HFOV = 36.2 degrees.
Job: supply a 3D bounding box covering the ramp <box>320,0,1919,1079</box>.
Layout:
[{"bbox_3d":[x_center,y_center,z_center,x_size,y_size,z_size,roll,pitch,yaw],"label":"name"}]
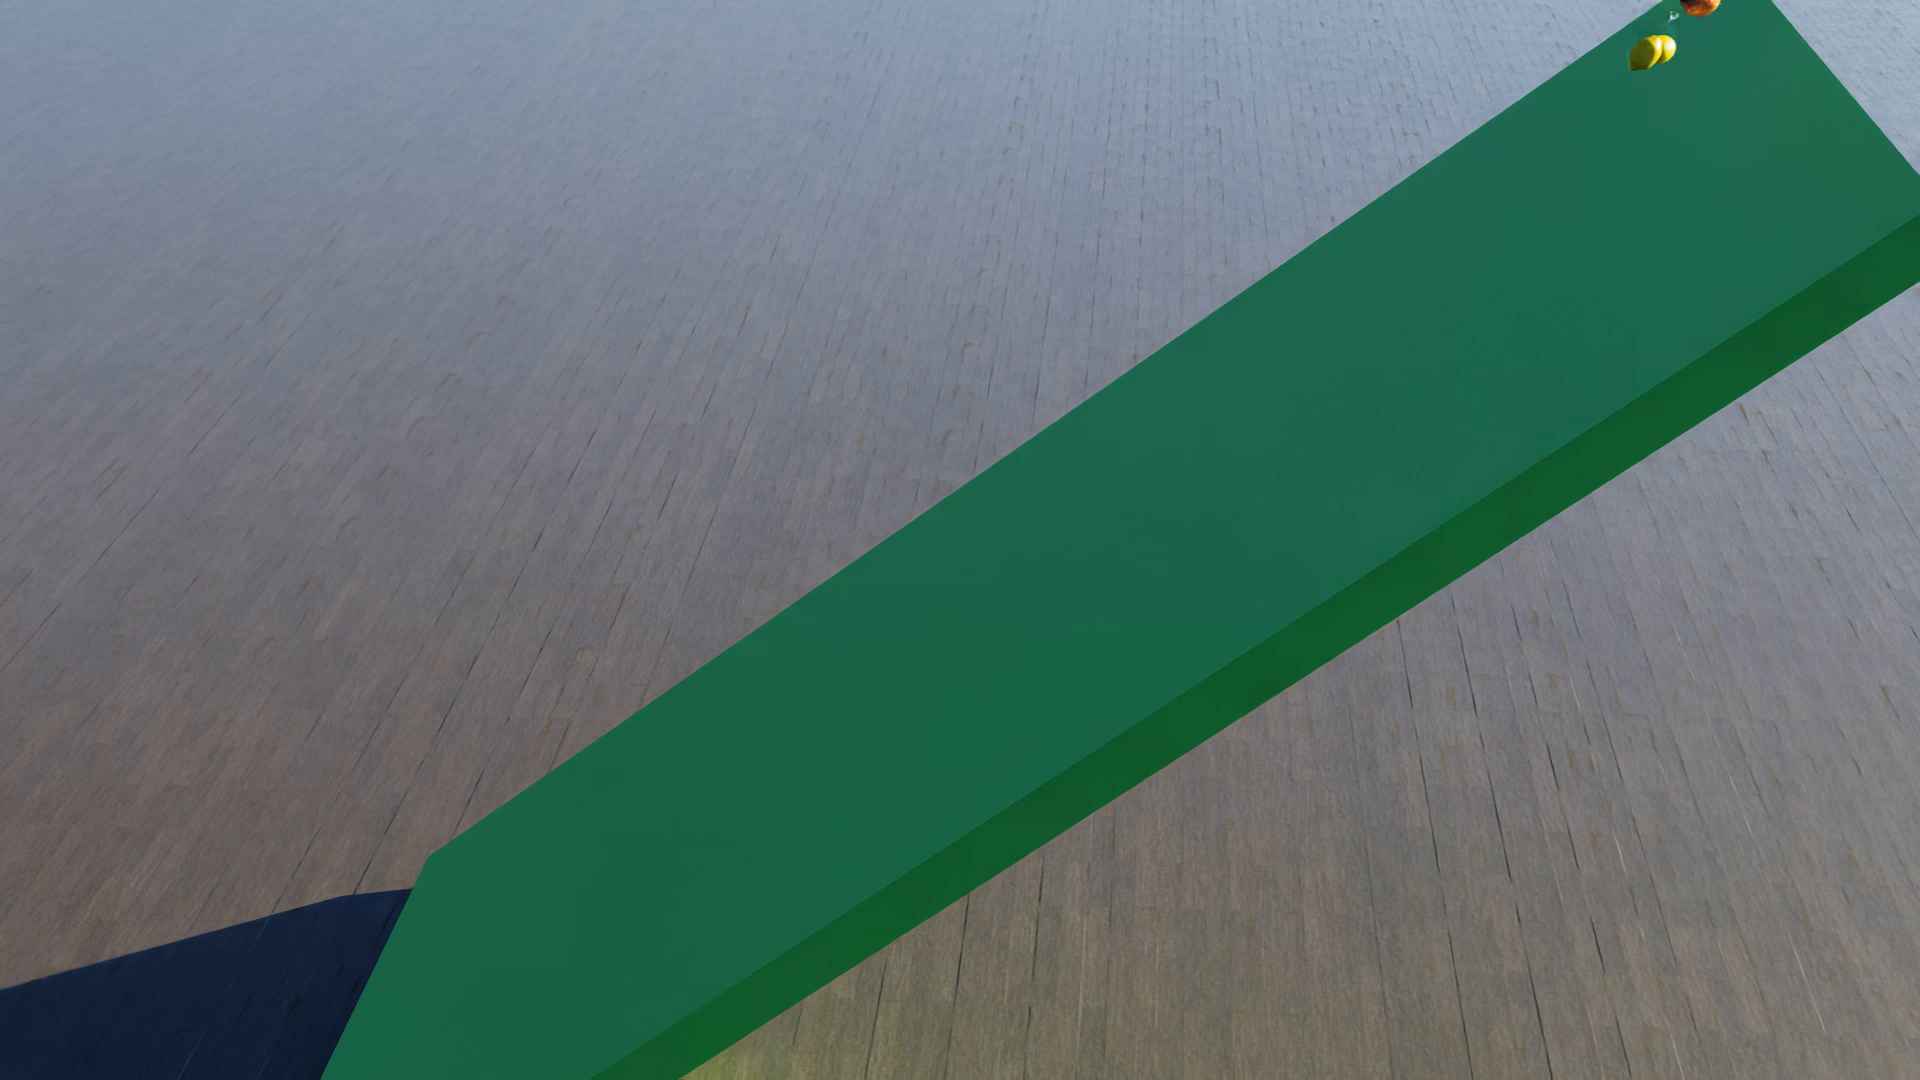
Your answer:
[{"bbox_3d":[0.127,0.180,6.325,4.000,0.100,2.000,-35,16,17],"label":"ramp"}]
